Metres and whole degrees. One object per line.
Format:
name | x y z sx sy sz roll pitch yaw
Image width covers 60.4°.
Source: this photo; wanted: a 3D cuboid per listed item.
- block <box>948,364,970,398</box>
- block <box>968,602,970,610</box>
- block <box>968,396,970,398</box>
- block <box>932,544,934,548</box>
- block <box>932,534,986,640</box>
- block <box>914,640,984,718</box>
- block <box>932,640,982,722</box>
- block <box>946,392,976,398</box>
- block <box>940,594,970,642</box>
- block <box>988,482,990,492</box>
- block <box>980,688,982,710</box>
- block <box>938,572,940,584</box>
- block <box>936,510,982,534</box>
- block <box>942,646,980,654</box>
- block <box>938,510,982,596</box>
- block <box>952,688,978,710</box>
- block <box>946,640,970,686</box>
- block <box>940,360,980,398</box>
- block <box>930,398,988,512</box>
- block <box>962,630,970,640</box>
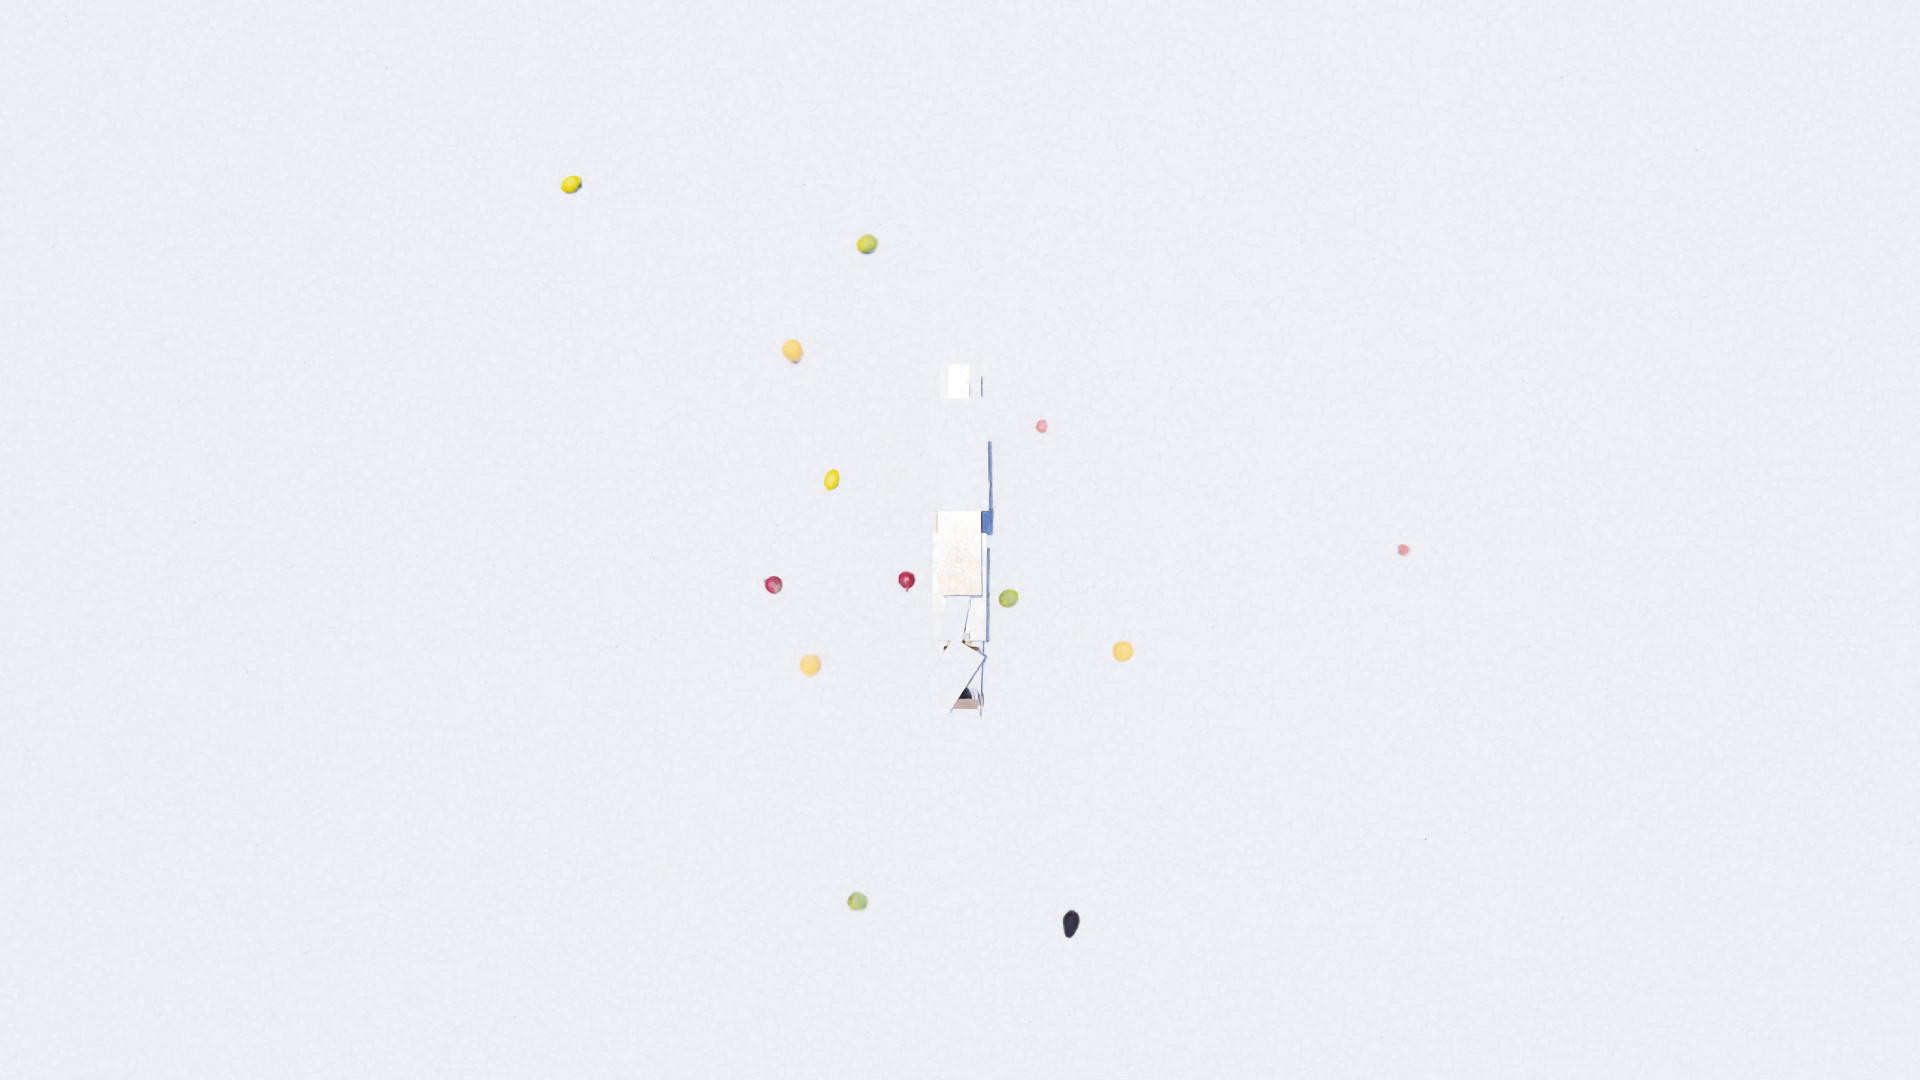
block | -0.003 -0.453 4.826 0.059 0.017 0.118 1 90 0
block | -0.005 0.187 4.766 0.066 0.131 0.019 0 90 0
block | -0.003 -0.413 4.893 0.059 0.118 0.017 0 90 0
block | -0.002 0.030 5.033 0.157 0.313 0.044 -2 90 0
block | -0.002 0.137 4.854 0.157 0.044 0.313 0 90 0
block | -0.030 0.398 4.777 0.105 0.030 0.210 32 90 0
block | -0.007 0.418 5.186 0.147 0.042 0.293 2 90 0
block | 0.002 -0.349 4.966 0.094 0.027 0.187 0 90 0
block | -0.016 0.220 4.691 0.066 0.019 0.131 10 90 0
block | 0.003 -0.141 4.751 0.156 0.312 0.044 7 87 0
block | -0.003 0.516 5.353 0.147 0.293 0.042 0 90 0
block | -0.002 0.109 4.715 0.116 0.232 0.033 -7 86 0
block | -0.003 -0.156 5.187 0.146 0.041 0.292 0 90 0
block | 0.003 0.336 4.897 0.105 0.210 0.030 1 90 0
block | -0.001 0.036 4.583 0.116 0.033 0.232 -1 89 0
block | 0.000 0.477 4.978 0.105 0.373 0.030 1 90 0
block | -0.006 0.370 5.012 0.072 0.020 0.143 1 90 0
block | 0.002 -0.436 5.224 0.129 0.036 0.257 0 90 0
block | -0.002 -0.237 4.573 0.156 0.044 0.312 -1 89 0
block | -0.007 0.272 4.766 0.066 0.131 0.019 3 90 0
